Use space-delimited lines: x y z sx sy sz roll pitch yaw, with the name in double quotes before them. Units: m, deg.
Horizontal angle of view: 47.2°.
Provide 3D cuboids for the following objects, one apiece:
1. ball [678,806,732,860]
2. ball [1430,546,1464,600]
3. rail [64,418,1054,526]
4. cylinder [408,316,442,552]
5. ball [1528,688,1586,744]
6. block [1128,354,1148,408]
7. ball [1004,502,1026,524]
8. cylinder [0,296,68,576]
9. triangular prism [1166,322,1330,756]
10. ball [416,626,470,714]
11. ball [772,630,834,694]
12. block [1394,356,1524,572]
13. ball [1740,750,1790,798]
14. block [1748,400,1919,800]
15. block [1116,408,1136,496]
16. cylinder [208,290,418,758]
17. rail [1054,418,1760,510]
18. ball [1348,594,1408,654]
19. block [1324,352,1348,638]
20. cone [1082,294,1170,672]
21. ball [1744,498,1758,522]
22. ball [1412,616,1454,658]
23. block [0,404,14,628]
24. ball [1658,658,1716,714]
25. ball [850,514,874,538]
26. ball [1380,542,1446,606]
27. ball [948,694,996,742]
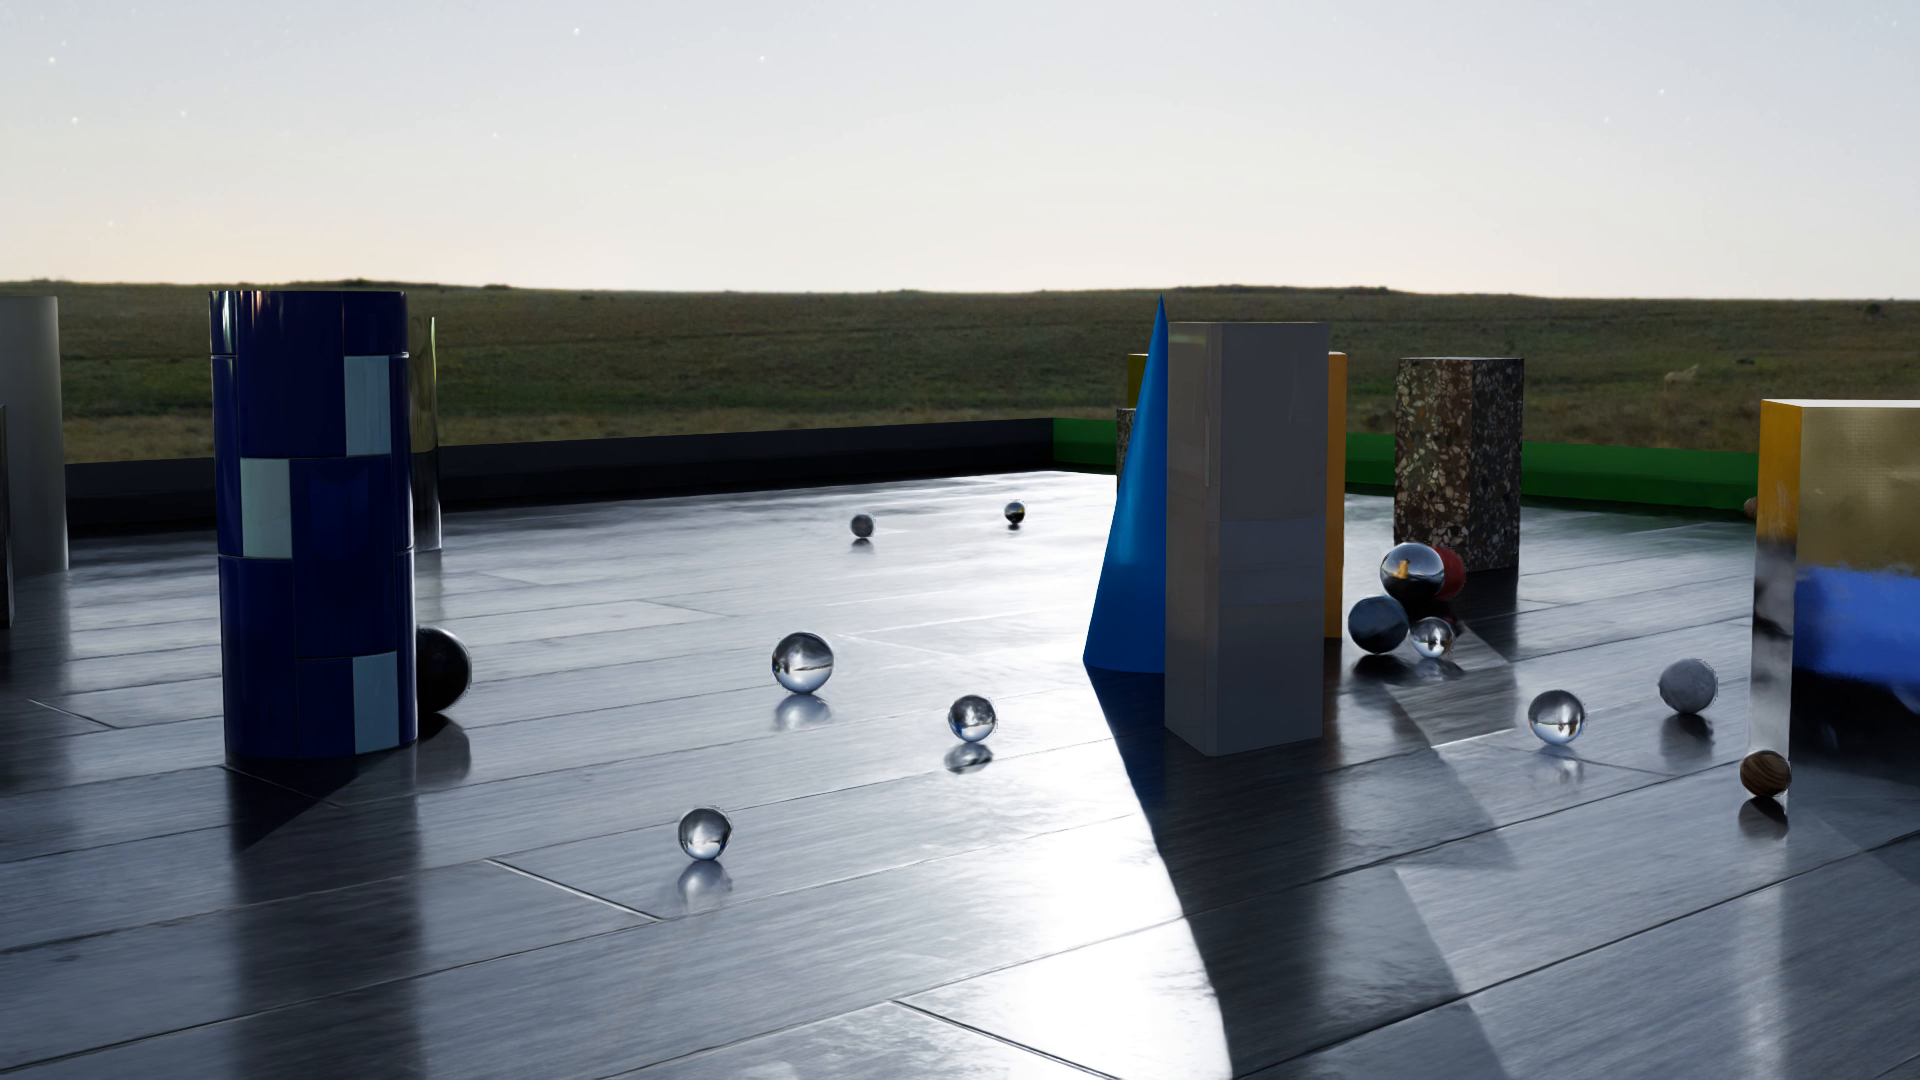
"ball" -0.207 0.238 1.782 0.044 0.044 0.044 0 6 0
"ball" 0.733 0.050 3.383 0.083 0.083 0.083 0 6 0
"rail" -1.431 -0.129 4.875 4.684 0.126 0.045 -6 8 -42
"cylinder" -1.069 -0.199 4.089 0.193 0.429 0.193 0 6 0
"ball" 0.612 0.181 2.254 0.057 0.057 0.057 0 6 0
"block" 0.448 -0.202 4.490 0.155 0.352 0.155 -3 7 -26
"ball" 0.115 -0.058 4.584 0.046 0.046 0.046 0 6 0
"cylinder" -1.626 -0.179 3.730 0.193 0.465 0.193 0 6 0
"triangular prism" 0.268 -0.010 2.283 0.167 0.431 0.145 -5 8 -40
"ball" -0.589 0.143 2.428 0.096 0.096 0.096 0 6 0
"ball" -0.182 0.142 2.554 0.073 0.073 0.073 0 6 0
"block" 0.865 -0.135 3.821 0.155 0.360 0.155 -6 8 -43
"ball" 0.736 0.213 2.013 0.044 0.044 0.044 0 6 0
"block" 0.845 0.050 2.067 0.155 0.357 0.155 1 6 7
"block" 0.387 -0.100 3.930 0.155 0.266 0.155 -3 7 -30
"cylinder" -0.661 -0.022 2.255 0.193 0.462 0.193 0 6 0
"rail" 1.704 -0.132 4.896 0.045 0.126 4.268 -6 8 -42
"ball" 0.541 0.109 2.847 0.077 0.077 0.077 0 6 0
"block" 0.451 -0.067 3.054 0.155 0.384 0.155 1 6 6
"cone" 0.251 -0.078 2.771 0.193 0.465 0.193 0 6 0
"ball" 1.673 -0.064 4.623 0.051 0.051 0.051 0 6 0
"ball" 0.604 0.125 2.814 0.053 0.053 0.053 0 6 0
"block" -1.429 -0.033 3.104 0.155 0.307 0.155 -2 6 -21
"ball" 0.804 0.161 2.430 0.061 0.061 0.061 0 6 0
"ball" -0.191 -0.028 4.291 0.048 0.048 0.048 0 6 0
"ball" 0.680 0.051 3.307 0.097 0.097 0.097 0 6 0
"ball" 0.012 0.184 2.267 0.050 0.050 0.050 0 6 0
